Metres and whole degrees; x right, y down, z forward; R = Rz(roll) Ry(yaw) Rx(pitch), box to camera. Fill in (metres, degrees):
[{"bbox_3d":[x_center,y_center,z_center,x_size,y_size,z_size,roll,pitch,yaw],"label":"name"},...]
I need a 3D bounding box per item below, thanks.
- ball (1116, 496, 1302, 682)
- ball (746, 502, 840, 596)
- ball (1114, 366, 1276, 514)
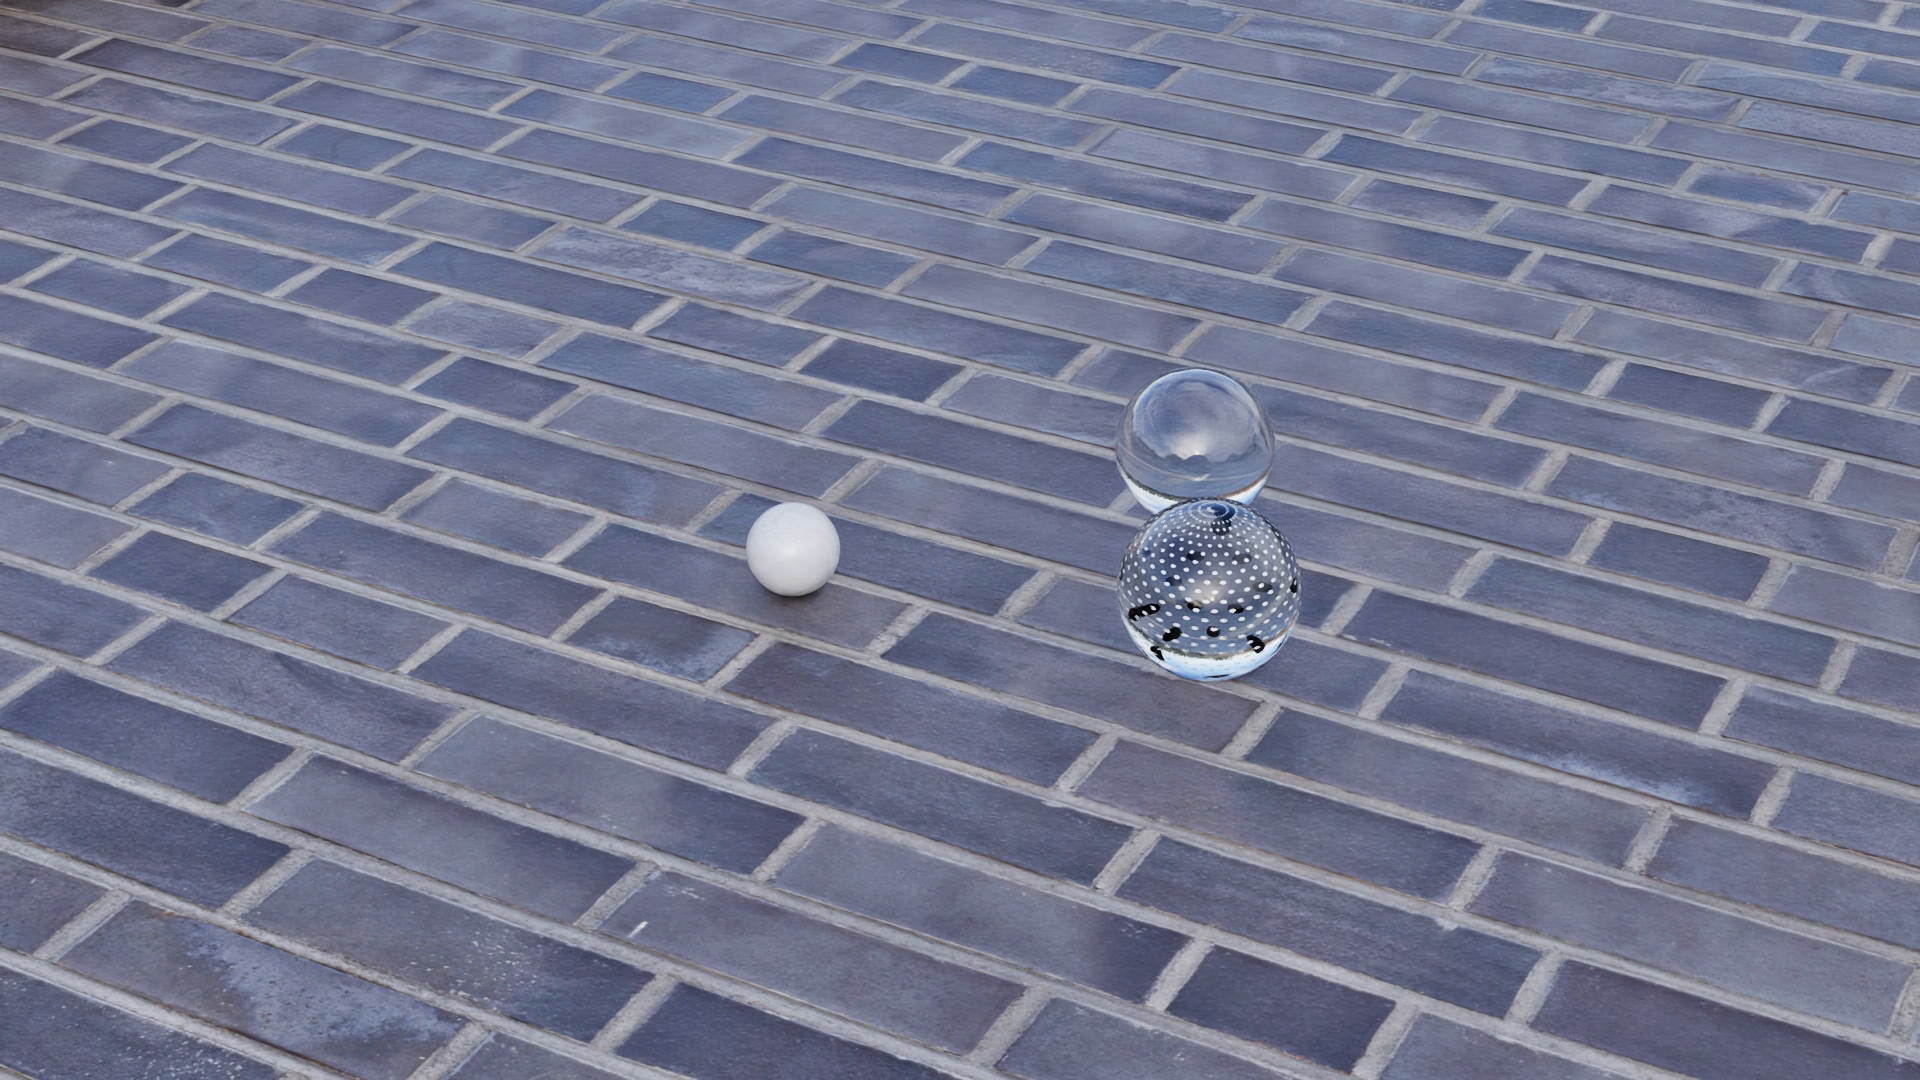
[{"bbox_3d":[0.128,0.025,1.514,0.095,0.095,0.095,0,30,0],"label":"ball"},{"bbox_3d":[-0.090,0.005,1.593,0.051,0.051,0.051,0,30,0],"label":"ball"},{"bbox_3d":[0.132,-0.053,1.654,0.090,0.090,0.090,0,30,0],"label":"ball"}]
